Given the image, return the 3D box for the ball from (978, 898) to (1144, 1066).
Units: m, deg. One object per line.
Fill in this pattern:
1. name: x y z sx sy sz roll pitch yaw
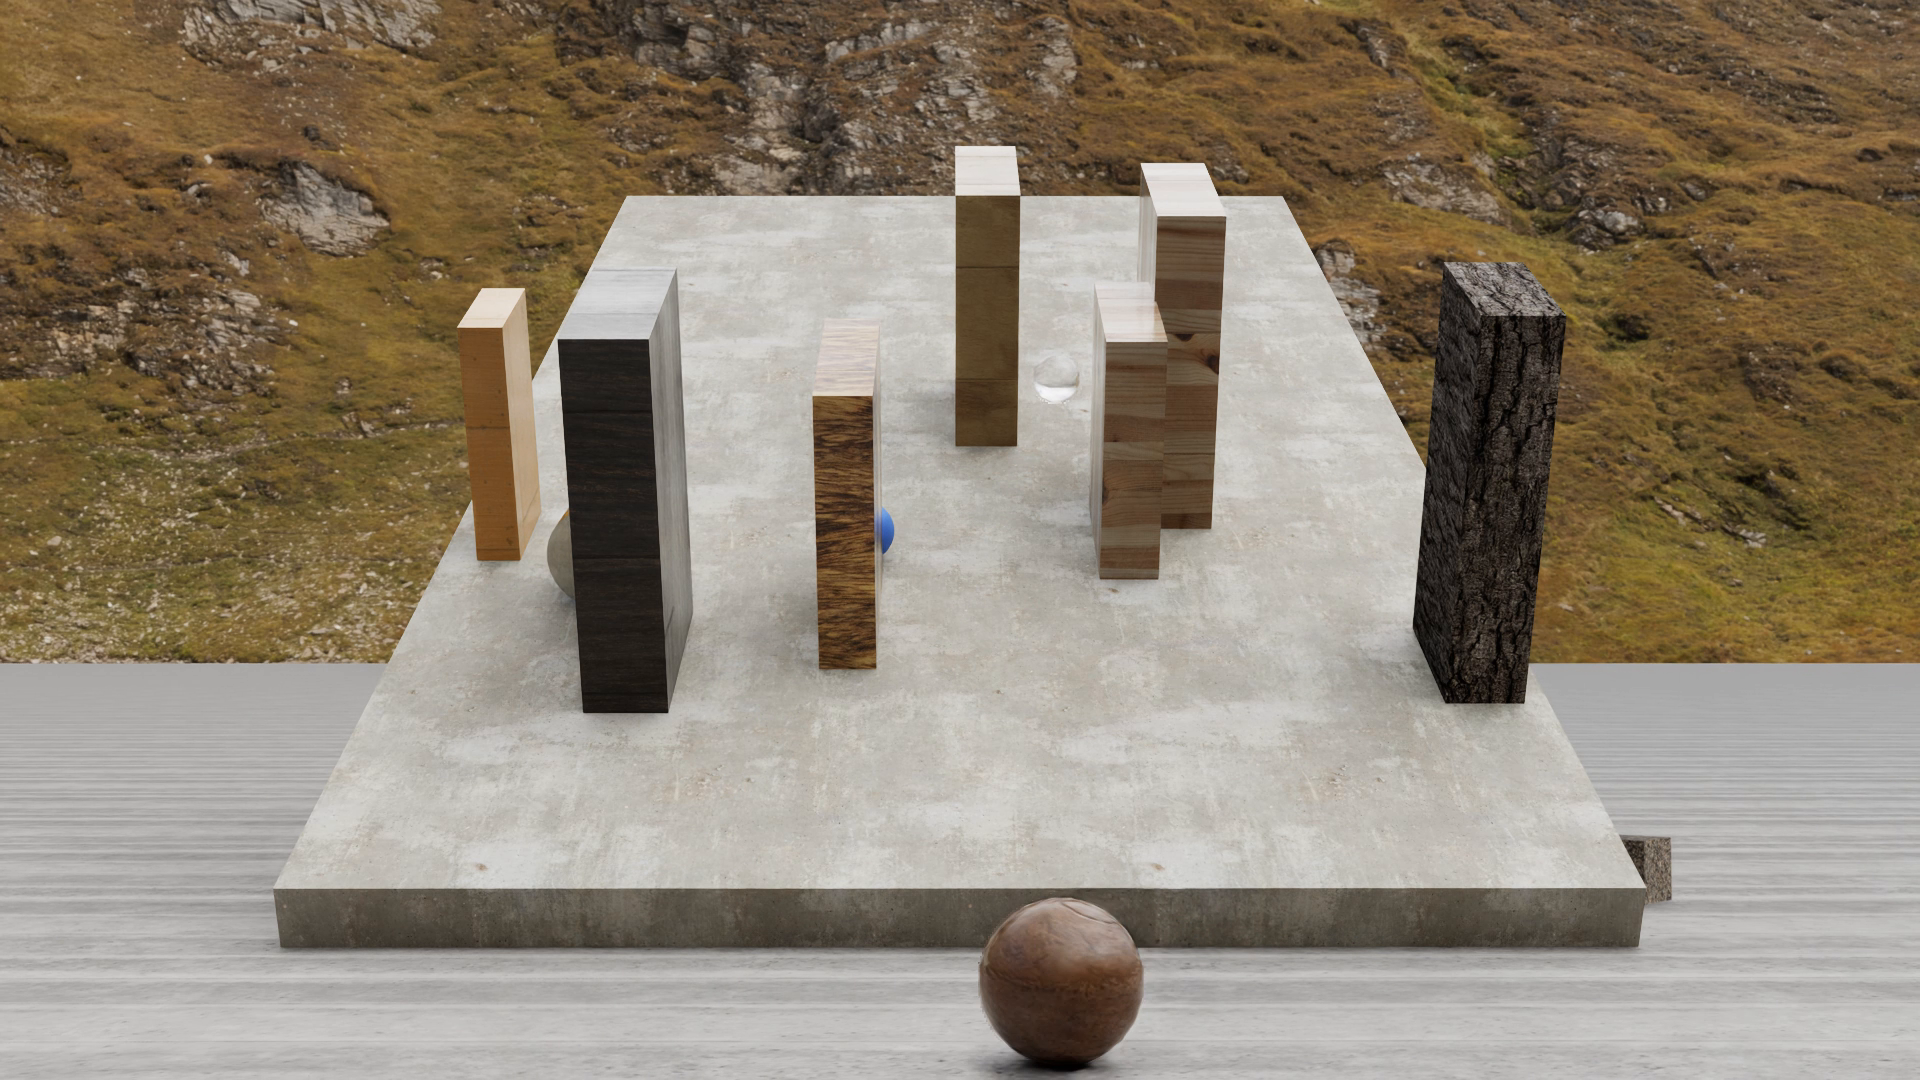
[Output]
1. ball: 0.106 0.463 2.423 0.173 0.173 0.173 0 -3 0

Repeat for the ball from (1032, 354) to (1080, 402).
1. ball: 0.221 -0.371 5.302 0.110 0.110 0.110 0 -3 0

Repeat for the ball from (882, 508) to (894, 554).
1. ball: -0.185 -0.018 4.454 0.117 0.117 0.117 0 -3 0

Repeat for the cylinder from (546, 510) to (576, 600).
1. cylinder: -0.645 -0.005 4.310 0.204 0.204 0.204 0 23 6

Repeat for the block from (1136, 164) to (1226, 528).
1. block: 0.437 -0.399 4.687 0.131 0.641 0.418 0 23 0

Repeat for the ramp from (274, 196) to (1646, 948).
1. ramp: -0.007 -0.225 5.225 2.000 0.100 4.000 0 23 0

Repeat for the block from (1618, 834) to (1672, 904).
1. block: 1.175 0.578 4.060 0.109 0.109 0.109 -3 -4 41

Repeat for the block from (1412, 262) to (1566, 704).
1. block: 0.889 -0.097 3.918 0.135 0.685 0.302 0 23 0

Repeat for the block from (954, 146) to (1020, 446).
1. block: 0.057 -0.549 5.144 0.135 0.560 0.441 0 23 0

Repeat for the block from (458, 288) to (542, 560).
1. block: -0.891 -0.226 4.488 0.084 0.471 0.248 0 23 0

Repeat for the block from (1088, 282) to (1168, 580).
1. block: 0.321 -0.217 4.471 0.112 0.473 0.380 0 23 0

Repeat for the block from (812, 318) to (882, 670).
1. block: -0.196 -0.090 4.128 0.100 0.504 0.427 0 23 0

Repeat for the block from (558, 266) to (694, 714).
1. block: -0.561 -0.091 3.933 0.143 0.657 0.406 0 23 0
